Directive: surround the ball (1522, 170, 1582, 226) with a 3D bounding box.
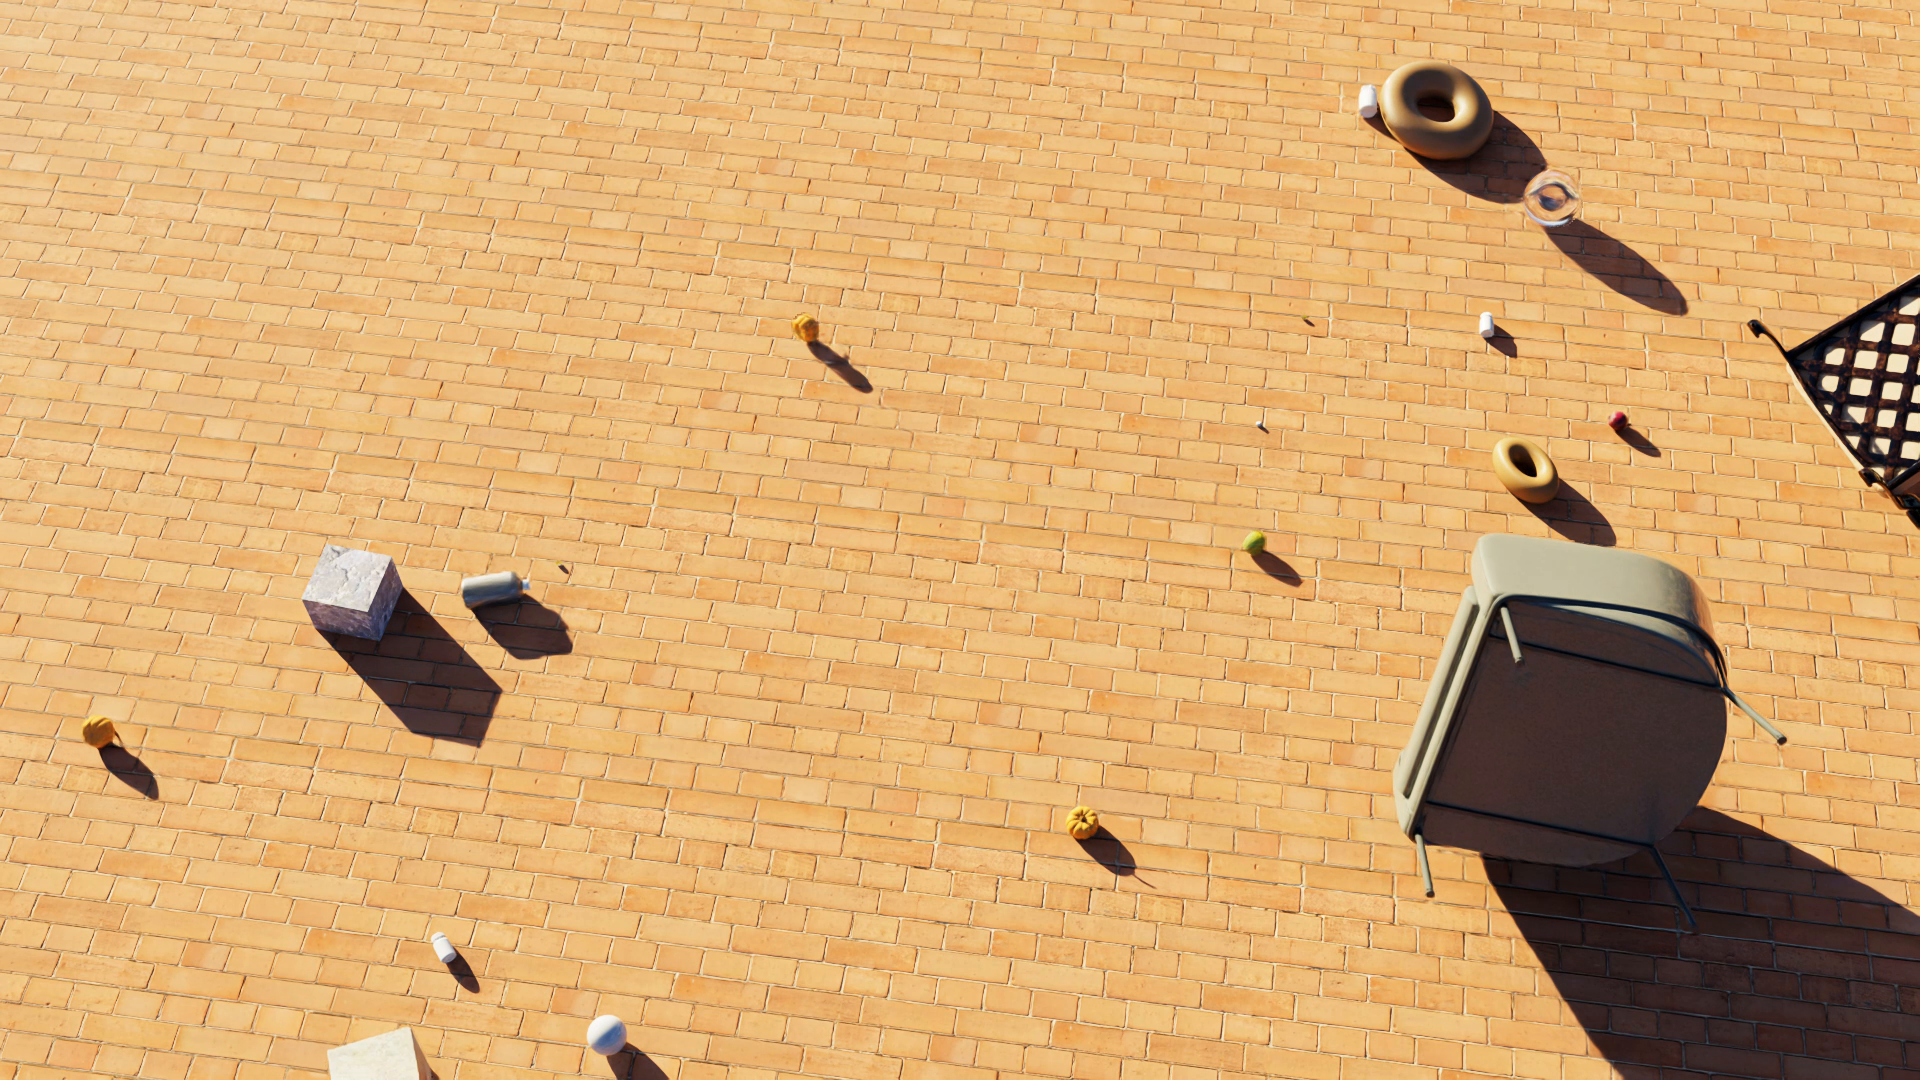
[{"bbox_3d":[1.942,-1.121,7.214,0.186,0.186,0.186,0,56,0],"label":"ball"}]

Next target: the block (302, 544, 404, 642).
[{"bbox_3d":[-1.759,0.153,6.374,0.200,0.162,0.193,10,57,7],"label":"block"}]

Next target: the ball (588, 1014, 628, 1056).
[{"bbox_3d":[-0.907,1.274,5.657,0.103,0.103,0.103,0,56,0],"label":"ball"}]

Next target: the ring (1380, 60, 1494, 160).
[{"bbox_3d":[1.623,-1.465,7.495,0.373,0.105,0.441,-16,58,-9],"label":"ring"}]

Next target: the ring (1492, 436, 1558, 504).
[{"bbox_3d":[1.714,-0.212,6.665,0.161,0.088,0.249,-26,59,-15],"label":"ring"}]

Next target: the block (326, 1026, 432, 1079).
[{"bbox_3d":[-1.441,1.370,5.504,0.206,0.238,0.159,-15,53,-10],"label":"block"}]
